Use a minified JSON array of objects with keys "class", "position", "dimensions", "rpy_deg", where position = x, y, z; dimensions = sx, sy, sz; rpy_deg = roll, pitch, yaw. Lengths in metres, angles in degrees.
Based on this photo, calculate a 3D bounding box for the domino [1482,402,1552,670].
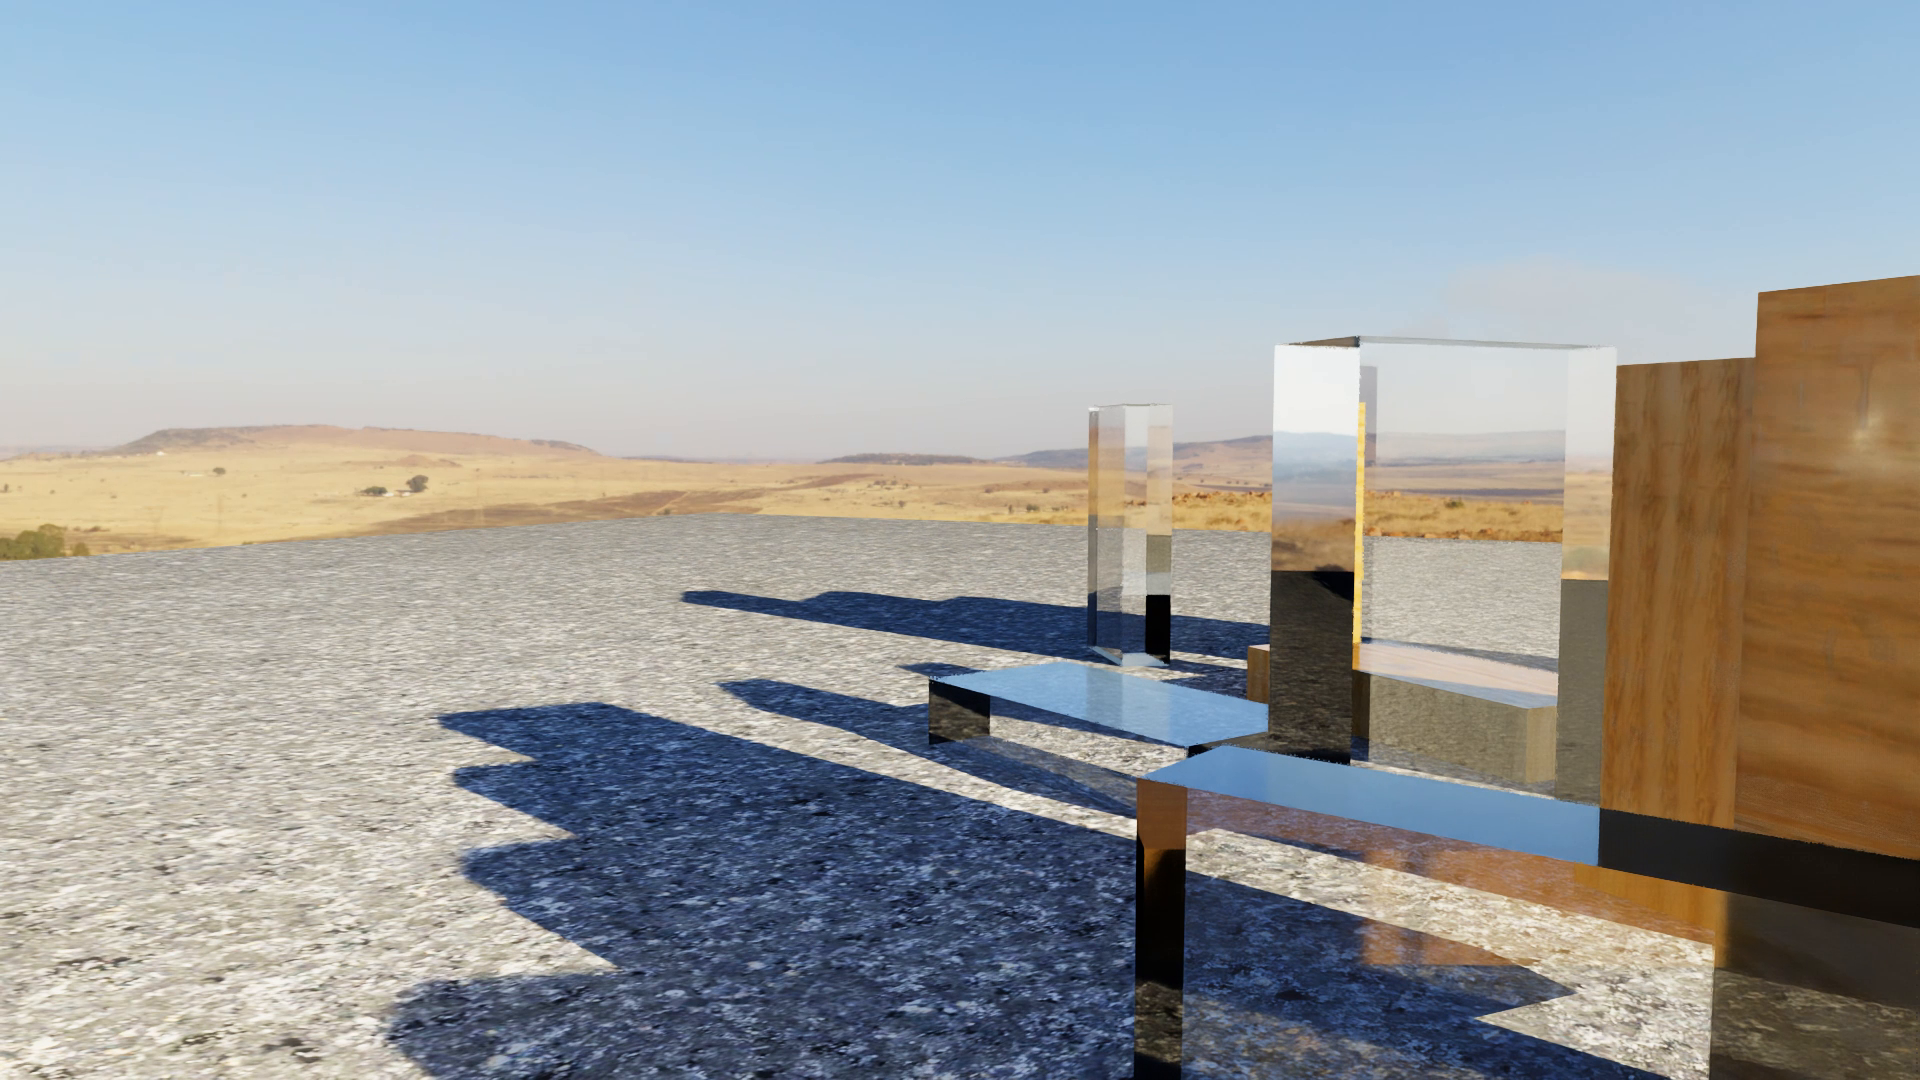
[{"class":"domino","position":[0.106,-0.001,0.243],"dimensions":[0.010,0.050,0.025],"rpy_deg":[2,5,26]}]

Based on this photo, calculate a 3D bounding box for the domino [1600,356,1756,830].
[{"class":"domino","position":[0.072,0.009,0.117],"dimensions":[0.010,0.050,0.025],"rpy_deg":[-2,5,-26]}]

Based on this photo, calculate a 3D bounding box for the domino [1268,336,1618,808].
[{"class":"domino","position":[0.037,0.010,0.100],"dimensions":[0.025,0.050,0.009],"rpy_deg":[-2,5,-23]}]

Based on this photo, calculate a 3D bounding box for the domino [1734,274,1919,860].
[{"class":"domino","position":[0.053,0.013,0.066],"dimensions":[0.025,0.050,0.009],"rpy_deg":[-2,5,-24]}]

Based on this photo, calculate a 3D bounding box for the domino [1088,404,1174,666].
[{"class":"domino","position":[0.034,-0.002,0.256],"dimensions":[0.009,0.050,0.025],"rpy_deg":[-1,4,-10]}]

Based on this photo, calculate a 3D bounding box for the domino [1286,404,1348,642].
[{"class":"domino","position":[0.071,-0.002,0.255],"dimensions":[0.009,0.050,0.025],"rpy_deg":[1,4,12]}]

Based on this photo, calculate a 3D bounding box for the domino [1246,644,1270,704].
[{"class":"domino","position":[0.069,0.023,0.193],"dimensions":[0.025,0.009,0.050],"rpy_deg":[-2,5,-26]}]

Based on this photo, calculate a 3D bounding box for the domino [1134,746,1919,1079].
[{"class":"domino","position":[0.032,0.026,0.056],"dimensions":[0.050,0.025,0.009],"rpy_deg":[4,6,40]}]

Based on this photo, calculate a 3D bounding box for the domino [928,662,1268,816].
[{"class":"domino","position":[0.020,0.025,0.168],"dimensions":[0.025,0.009,0.050],"rpy_deg":[-3,5,-35]}]
